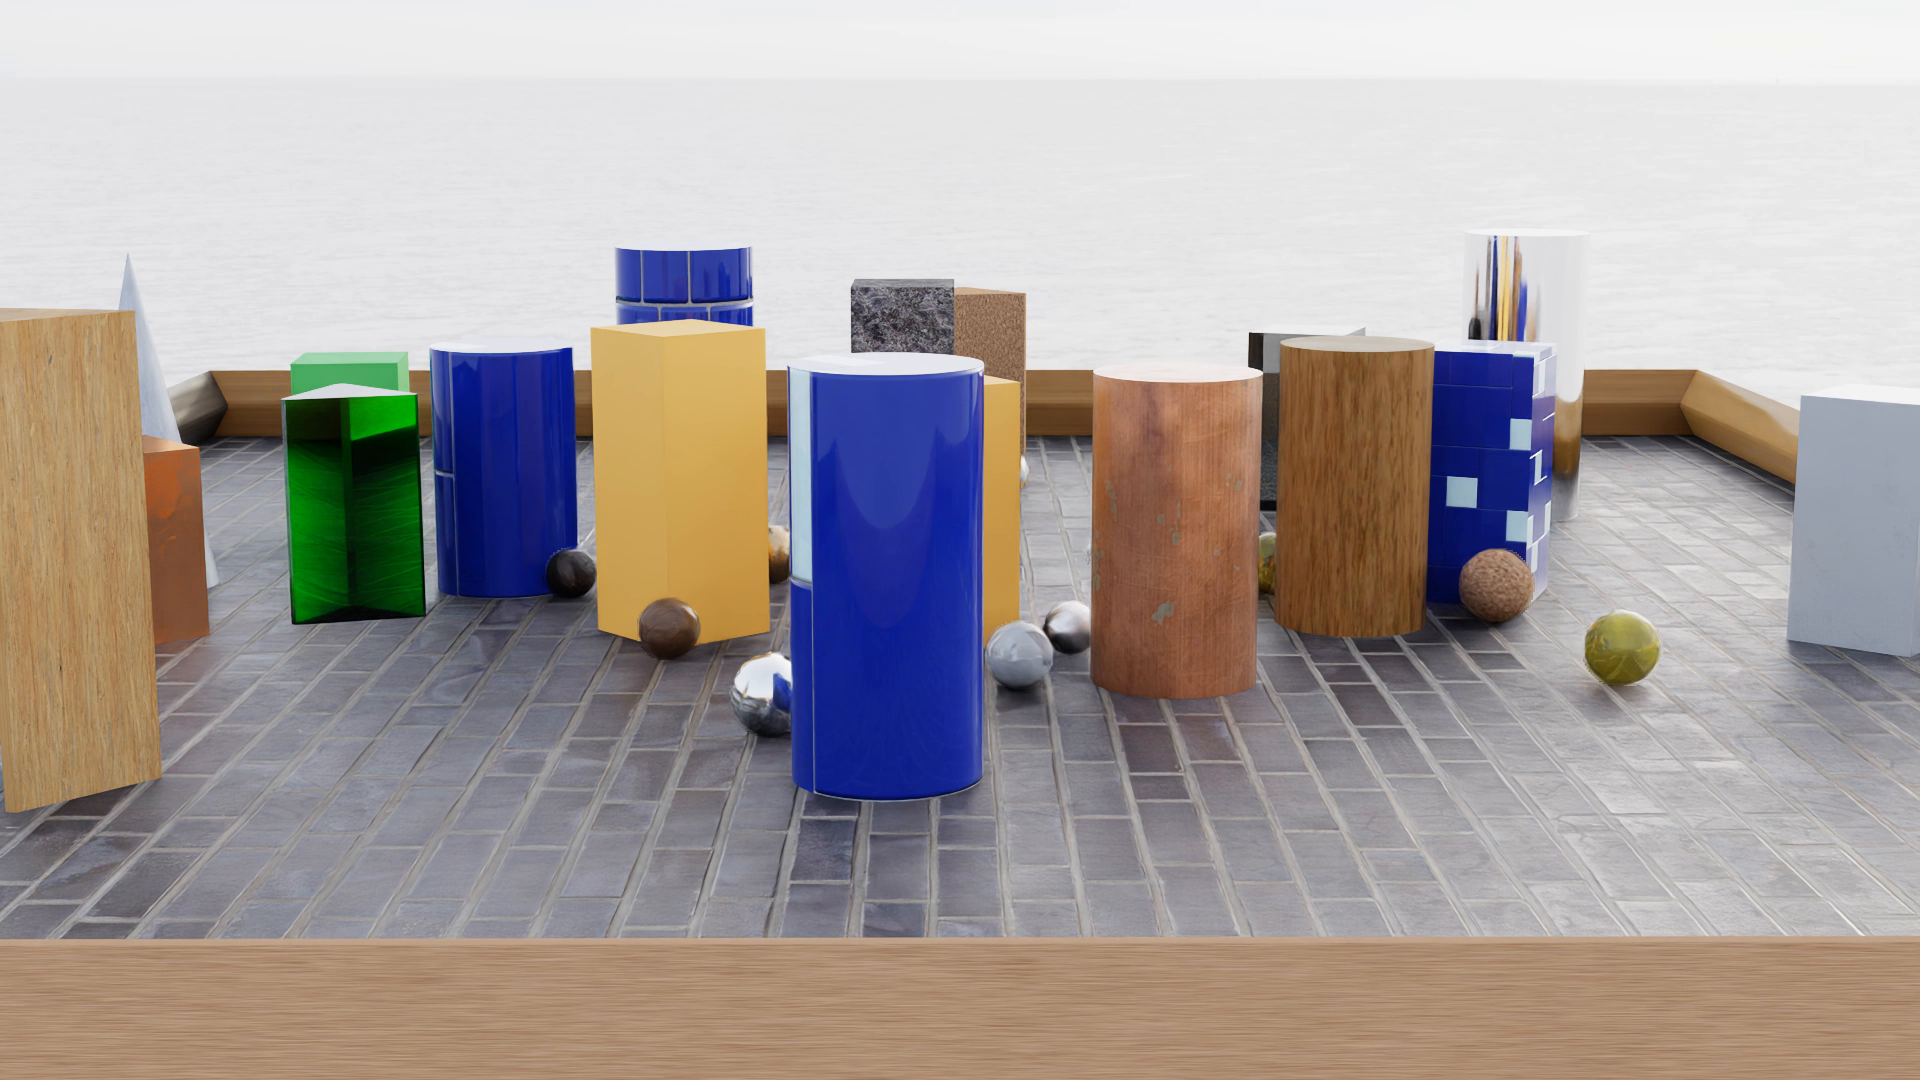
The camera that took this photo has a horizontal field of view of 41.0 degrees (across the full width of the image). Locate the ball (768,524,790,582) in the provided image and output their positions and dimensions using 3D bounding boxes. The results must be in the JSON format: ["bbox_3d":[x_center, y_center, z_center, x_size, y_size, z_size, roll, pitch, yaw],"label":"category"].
[{"bbox_3d":[-0.265,0.019,3.660,0.082,0.082,0.082,0,10,0],"label":"ball"}]

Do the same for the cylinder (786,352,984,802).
[{"bbox_3d":[-0.075,0.033,2.630,0.199,0.430,0.199,0,10,0],"label":"cylinder"}]

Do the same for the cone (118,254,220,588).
[{"bbox_3d":[-1.157,-0.170,3.609,0.199,0.473,0.199,0,10,0],"label":"cone"}]

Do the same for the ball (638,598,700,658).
[{"bbox_3d":[-0.361,0.109,3.189,0.077,0.077,0.077,0,10,0],"label":"ball"}]

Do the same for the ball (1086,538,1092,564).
[{"bbox_3d":[0.212,0.017,3.747,0.056,0.056,0.056,0,10,0],"label":"ball"}]

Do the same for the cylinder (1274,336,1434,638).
[{"bbox_3d":[0.517,-0.074,3.376,0.199,0.370,0.199,0,10,0],"label":"cylinder"}]

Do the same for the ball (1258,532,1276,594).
[{"bbox_3d":[0.437,0.033,3.574,0.087,0.087,0.087,0,10,0],"label":"ball"}]

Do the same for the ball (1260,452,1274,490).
[{"bbox_3d":[0.511,-0.120,4.448,0.069,0.069,0.069,0,10,0],"label":"ball"}]

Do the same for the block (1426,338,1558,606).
[{"bbox_3d":[0.724,-0.095,3.551,0.159,0.347,0.159,5,11,23],"label":"block"}]

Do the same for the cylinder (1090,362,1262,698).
[{"bbox_3d":[0.256,-0.015,3.053,0.199,0.371,0.199,0,10,0],"label":"cylinder"}]

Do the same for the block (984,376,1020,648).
[{"bbox_3d":[-0.034,-0.037,3.269,0.159,0.336,0.159,-6,12,-30],"label":"block"}]

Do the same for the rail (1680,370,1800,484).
[{"bbox_3d":[1.456,0.032,3.457,0.045,0.129,3.380,0,10,0],"label":"rail"}]

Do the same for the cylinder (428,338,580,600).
[{"bbox_3d":[-0.640,-0.104,3.615,0.199,0.342,0.199,0,10,0],"label":"cylinder"}]

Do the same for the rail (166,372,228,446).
[{"bbox_3d":[-1.456,0.035,3.440,0.045,0.129,3.380,0,10,0],"label":"rail"}]

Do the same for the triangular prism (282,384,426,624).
[{"bbox_3d":[-0.821,-0.053,3.456,0.173,0.299,0.150,-3,11,-18],"label":"triangular prism"}]

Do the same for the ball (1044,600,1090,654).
[{"bbox_3d":[0.138,0.110,3.211,0.067,0.067,0.067,0,10,0],"label":"ball"}]

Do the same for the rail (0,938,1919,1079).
[{"bbox_3d":[0.010,0.336,1.810,2.960,0.129,0.045,0,10,0],"label":"rail"}]

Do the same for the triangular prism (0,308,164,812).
[{"bbox_3d":[-0.940,0.011,2.602,0.150,0.484,0.173,9,14,39],"label":"triangular prism"}]

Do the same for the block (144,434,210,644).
[{"bbox_3d":[-1.084,0.002,3.304,0.159,0.246,0.159,-9,14,-41],"label":"block"}]

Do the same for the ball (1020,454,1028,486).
[{"bbox_3d":[0.083,-0.122,4.457,0.070,0.070,0.070,0,10,0],"label":"ball"}]

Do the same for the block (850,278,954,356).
[{"bbox_3d":[-0.089,-0.213,4.069,0.159,0.390,0.159,0,10,0],"label":"block"}]

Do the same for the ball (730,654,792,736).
[{"bbox_3d":[-0.208,0.170,2.822,0.091,0.091,0.091,0,10,0],"label":"ball"}]

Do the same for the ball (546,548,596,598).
[{"bbox_3d":[-0.538,0.046,3.552,0.069,0.069,0.069,0,10,0],"label":"ball"}]

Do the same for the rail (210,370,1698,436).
[{"bbox_3d":[-0.010,-0.270,5.087,2.960,0.129,0.045,0,10,0],"label":"rail"}]

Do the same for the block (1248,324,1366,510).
[{"bbox_3d":[0.578,-0.205,4.288,0.159,0.295,0.159,4,11,21],"label":"block"}]

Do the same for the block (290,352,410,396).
[{"bbox_3d":[-0.943,-0.144,3.994,0.159,0.282,0.159,-1,11,-6],"label":"block"}]

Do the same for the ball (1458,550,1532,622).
[{"bbox_3d":[0.709,0.060,3.400,0.096,0.096,0.096,0,10,0],"label":"ball"}]

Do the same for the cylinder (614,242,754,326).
[{"bbox_3d":[-0.399,-0.194,3.745,0.199,0.470,0.199,0,10,0],"label":"cylinder"}]

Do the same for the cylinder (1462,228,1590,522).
[{"bbox_3d":[0.919,-0.272,4.198,0.199,0.460,0.199,0,10,0],"label":"cylinder"}]

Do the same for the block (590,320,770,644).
[{"bbox_3d":[-0.361,-0.077,3.315,0.159,0.396,0.159,-9,14,-41],"label":"block"}]

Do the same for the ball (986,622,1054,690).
[{"bbox_3d":[0.070,0.137,3.033,0.080,0.080,0.080,0,10,0],"label":"ball"}]

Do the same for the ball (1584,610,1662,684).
[{"bbox_3d":[0.789,0.128,3.055,0.089,0.089,0.089,0,10,0],"label":"ball"}]

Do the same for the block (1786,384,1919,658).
[{"bbox_3d":[1.175,-0.030,3.281,0.159,0.316,0.159,9,14,39],"label":"block"}]

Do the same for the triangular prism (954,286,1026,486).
[{"bbox_3d":[0.016,-0.272,4.534,0.173,0.338,0.150,-2,11,-10],"label":"triangular prism"}]
